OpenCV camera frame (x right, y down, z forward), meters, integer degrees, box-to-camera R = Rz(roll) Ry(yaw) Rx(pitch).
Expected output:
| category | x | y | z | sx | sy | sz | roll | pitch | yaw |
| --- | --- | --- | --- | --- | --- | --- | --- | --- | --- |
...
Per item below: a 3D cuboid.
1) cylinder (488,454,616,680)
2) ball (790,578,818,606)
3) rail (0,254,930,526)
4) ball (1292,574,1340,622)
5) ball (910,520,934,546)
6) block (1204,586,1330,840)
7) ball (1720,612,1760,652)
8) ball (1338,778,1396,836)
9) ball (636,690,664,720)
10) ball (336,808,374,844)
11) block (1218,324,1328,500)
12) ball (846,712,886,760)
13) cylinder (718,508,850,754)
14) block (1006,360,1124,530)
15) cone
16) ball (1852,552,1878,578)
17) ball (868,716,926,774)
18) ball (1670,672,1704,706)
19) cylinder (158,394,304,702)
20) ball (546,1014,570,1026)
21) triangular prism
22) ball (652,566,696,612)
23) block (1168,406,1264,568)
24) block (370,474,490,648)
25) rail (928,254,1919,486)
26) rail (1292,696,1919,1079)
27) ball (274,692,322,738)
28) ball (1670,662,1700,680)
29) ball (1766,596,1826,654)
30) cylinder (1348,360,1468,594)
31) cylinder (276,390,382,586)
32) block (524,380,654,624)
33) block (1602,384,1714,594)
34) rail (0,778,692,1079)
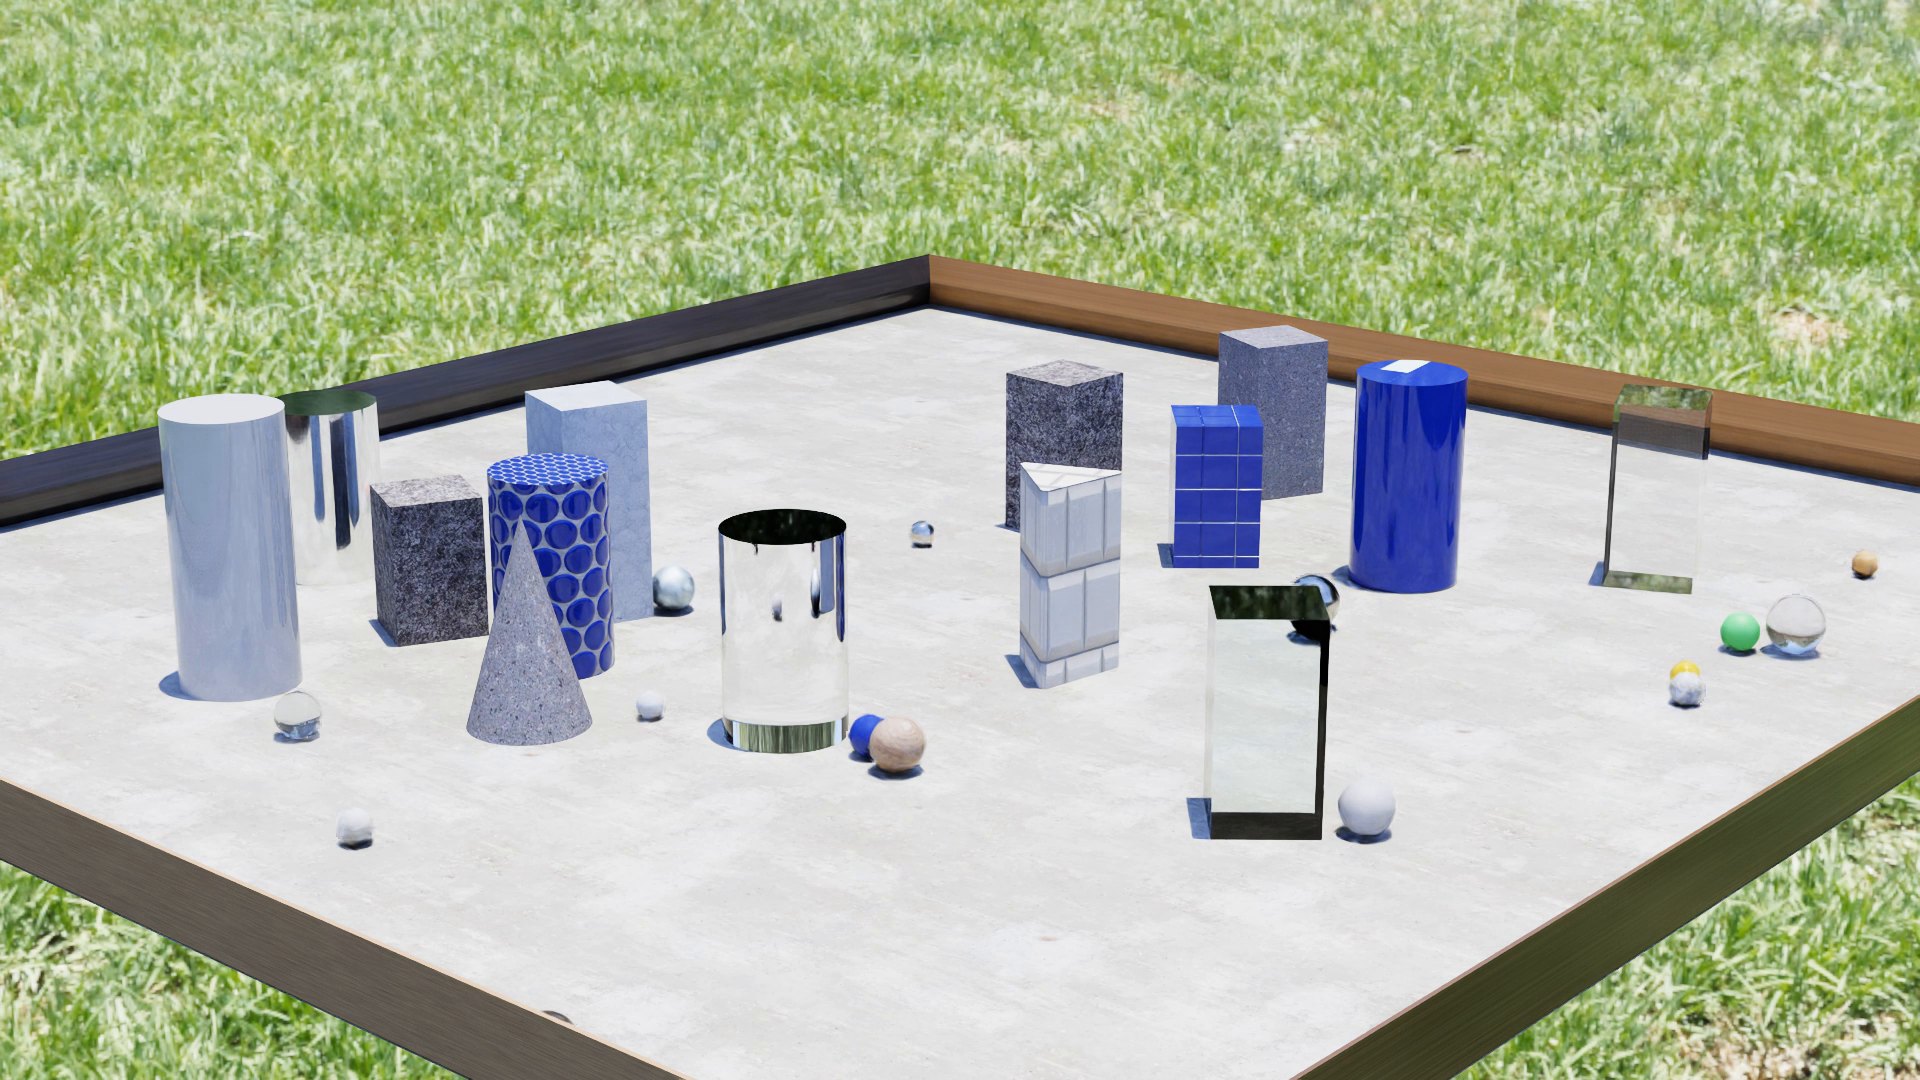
| category | x | y | z | sx | sy | sz | roll | pitch | yaw |
| --- | --- | --- | --- | --- | --- | --- | --- | --- | --- |
| cylinder | -0.659 | 0.043 | 4.733 | 0.193 | 0.328 | 0.193 | 0 | 17 | 0 |
| ball | -0.268 | 0.091 | 5.058 | 0.049 | 0.049 | 0.049 | 0 | 17 | 0 |
| rail | -1.213 | -0.273 | 6.129 | 0.045 | 0.125 | 3.515 | 14 | 22 | 39 |
| ball | 0.594 | 0.105 | 4.939 | 0.092 | 0.092 | 0.092 | 0 | 17 | 0 |
| ball | -0.069 | -0.012 | 5.405 | 0.046 | 0.046 | 0.046 | 0 | 17 | 0 |
| block | 0.426 | 0.240 | 4.093 | 0.154 | 0.322 | 0.154 | 0 | 17 | 1 |
| ball | 1.285 | 0.152 | 4.831 | 0.065 | 0.065 | 0.065 | 0 | 17 | 0 |
| ball | 0.566 | 0.371 | 4.077 | 0.080 | 0.080 | 0.080 | 0 | 17 | 0 |
| ball | -0.478 | 0.255 | 4.525 | 0.043 | 0.043 | 0.043 | 0 | 17 | 0 |
| ball | -0.834 | 0.395 | 4.048 | 0.051 | 0.051 | 0.051 | 0 | 17 | 0 |
| block | 0.609 | -0.249 | 5.742 | 0.154 | 0.306 | 0.154 | -8 | 18 | -24 |
| ball | -0.134 | 0.292 | 4.367 | 0.073 | 0.073 | 0.073 | 0 | 17 | 0 |
| cylinder | -0.265 | 0.136 | 4.429 | 0.193 | 0.326 | 0.193 | 0 | 17 | 0 |
| block | 0.195 | -0.168 | 5.487 | 0.154 | 0.298 | 0.154 | 16 | 23 | 43 |
| cone | -0.662 | 0.122 | 4.459 | 0.193 | 0.336 | 0.193 | 0 | 17 | 0 |
| ball | 1.612 | 0.043 | 5.222 | 0.046 | 0.046 | 0.046 | 0 | 17 | 0 |
| ball | -0.092 | 0.300 | 4.305 | 0.083 | 0.083 | 0.083 | 0 | 17 | 0 |
| ball | 1.136 | 0.232 | 4.585 | 0.053 | 0.053 | 0.053 | 0 | 17 | 0 |
| cylinder | -1.149 | 0.011 | 4.627 | 0.193 | 0.451 | 0.193 | 0 | 17 | 0 |
| ball | -0.477 | 0.581 | 3.391 | 0.064 | 0.064 | 0.064 | 0 | 17 | 0 |
| triangular prism | 0.148 | 0.048 | 4.717 | 0.167 | 0.328 | 0.145 | -14 | 22 | -39 |
| ball | -0.494 | 0.083 | 5.033 | 0.079 | 0.079 | 0.079 | 0 | 17 | 0 |
| block | 0.461 | -0.097 | 5.310 | 0.154 | 0.264 | 0.154 | 0 | 17 | 0 |
| block | -0.890 | 0.033 | 4.918 | 0.154 | 0.241 | 0.154 | -7 | 18 | -22 |
| rail | 1.137 | -0.347 | 6.374 | 3.261 | 0.125 | 0.045 | 14 | 22 | 39 |
| rail | 1.213 | 0.336 | 4.112 | 0.045 | 0.125 | 3.515 | 14 | 22 | 39 |
| ball | -1.005 | 0.265 | 4.446 | 0.070 | 0.070 | 0.070 | 0 | 17 | 0 |
| ball | 1.150 | 0.216 | 4.648 | 0.047 | 0.047 | 0.047 | 0 | 17 | 0 |
| ball | 1.373 | 0.139 | 4.817 | 0.096 | 0.096 | 0.096 | 0 | 17 | 0 |
| cylinder | 0.788 | -0.112 | 5.167 | 0.193 | 0.375 | 0.193 | 0 | 17 | 0 |
| cylinder | -1.128 | -0.095 | 5.222 | 0.193 | 0.310 | 0.193 | 0 | 17 | 0 |
| block | -0.629 | -0.059 | 4.979 | 0.154 | 0.383 | 0.154 | -10 | 19 | -29 |
| block | 1.231 | -0.091 | 5.174 | 0.154 | 0.331 | 0.154 | 6 | 18 | 18 |
| rail | -1.137 | 0.410 | 3.867 | 3.261 | 0.125 | 0.045 | 14 | 22 | 39 |
